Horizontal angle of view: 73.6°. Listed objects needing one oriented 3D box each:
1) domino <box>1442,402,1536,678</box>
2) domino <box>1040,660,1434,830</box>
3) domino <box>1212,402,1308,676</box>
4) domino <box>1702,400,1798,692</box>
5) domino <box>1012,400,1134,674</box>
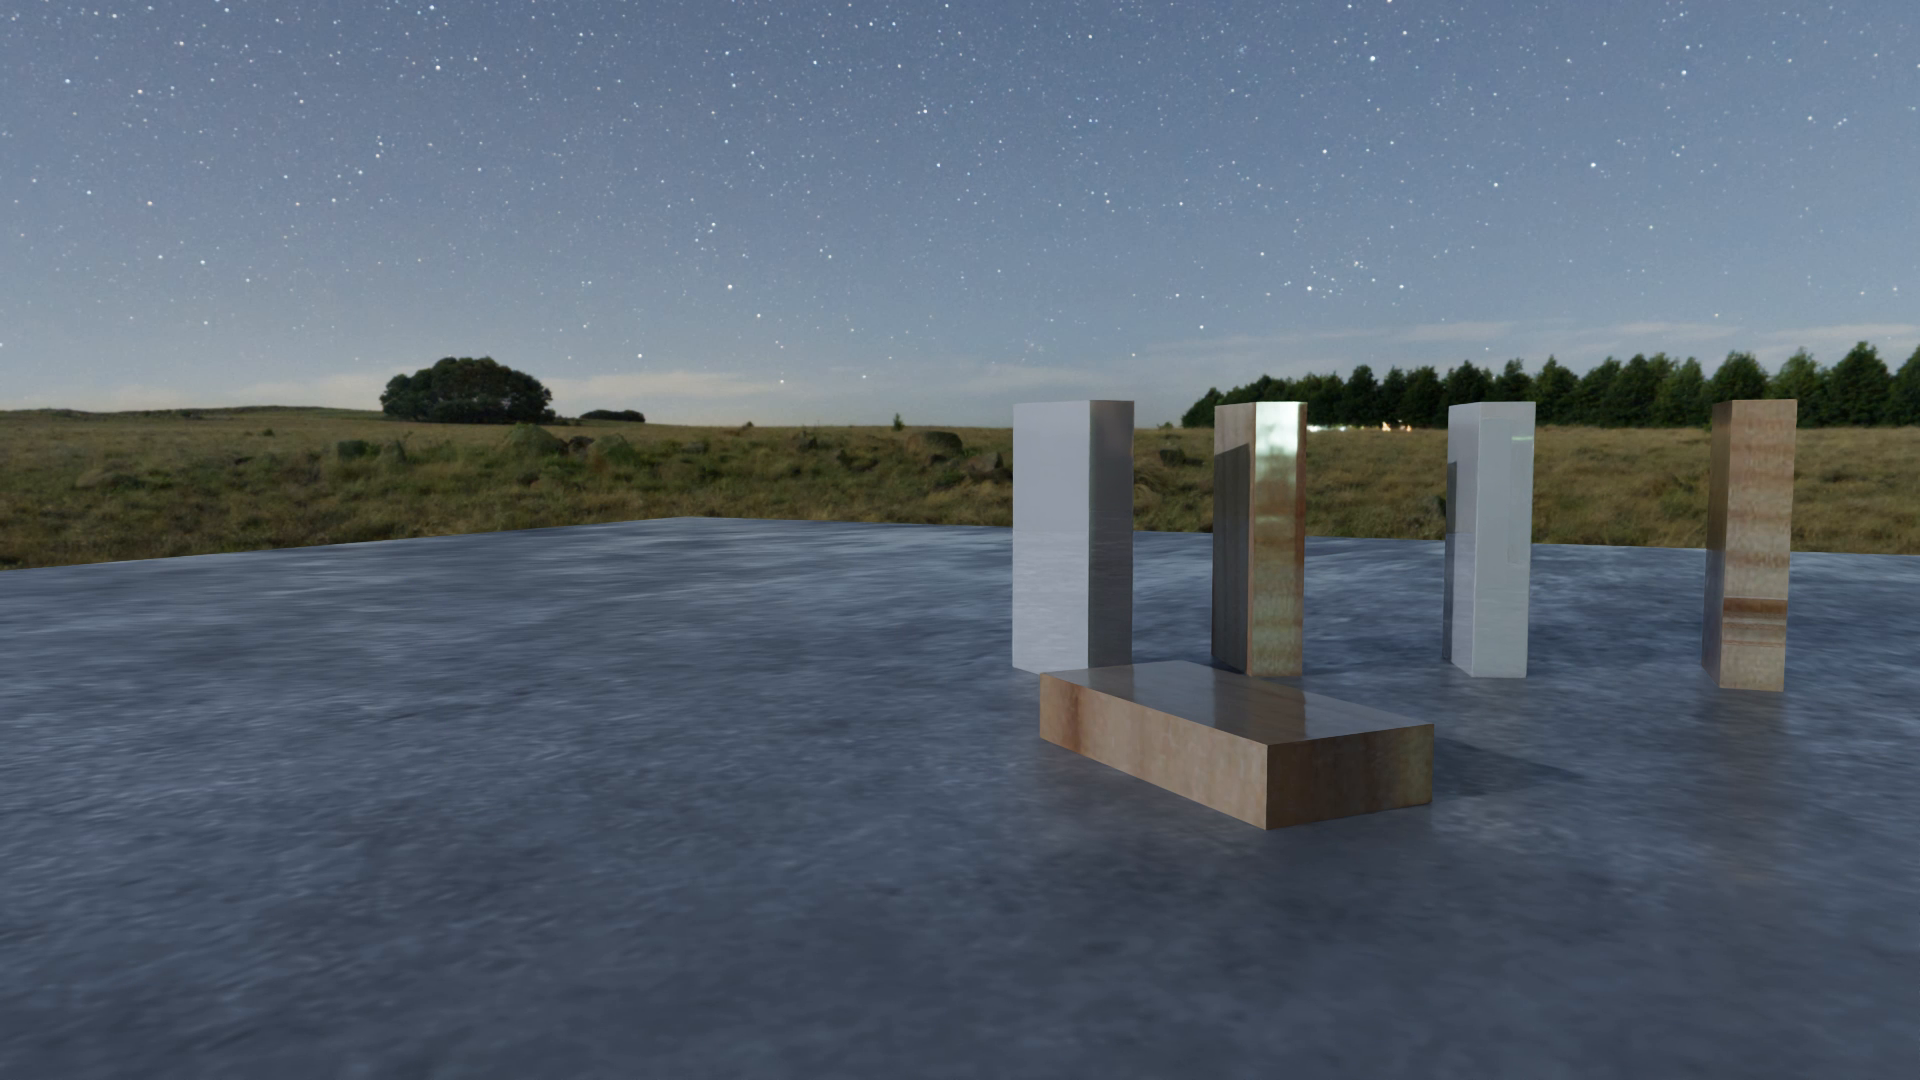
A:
[{"bbox_3d":[0.100,-0.001,0.244,0.010,0.050,0.025,1,4,9],"label":"domino"},{"bbox_3d":[0.034,0.025,0.169,0.025,0.010,0.050,-2,5,-26],"label":"domino"},{"bbox_3d":[0.057,-0.001,0.246,0.009,0.050,0.025,0,4,-6],"label":"domino"},{"bbox_3d":[0.142,0.000,0.232,0.010,0.050,0.025,2,5,23],"label":"domino"},{"bbox_3d":[0.020,0.000,0.235,0.009,0.050,0.025,-2,5,-29],"label":"domino"}]
